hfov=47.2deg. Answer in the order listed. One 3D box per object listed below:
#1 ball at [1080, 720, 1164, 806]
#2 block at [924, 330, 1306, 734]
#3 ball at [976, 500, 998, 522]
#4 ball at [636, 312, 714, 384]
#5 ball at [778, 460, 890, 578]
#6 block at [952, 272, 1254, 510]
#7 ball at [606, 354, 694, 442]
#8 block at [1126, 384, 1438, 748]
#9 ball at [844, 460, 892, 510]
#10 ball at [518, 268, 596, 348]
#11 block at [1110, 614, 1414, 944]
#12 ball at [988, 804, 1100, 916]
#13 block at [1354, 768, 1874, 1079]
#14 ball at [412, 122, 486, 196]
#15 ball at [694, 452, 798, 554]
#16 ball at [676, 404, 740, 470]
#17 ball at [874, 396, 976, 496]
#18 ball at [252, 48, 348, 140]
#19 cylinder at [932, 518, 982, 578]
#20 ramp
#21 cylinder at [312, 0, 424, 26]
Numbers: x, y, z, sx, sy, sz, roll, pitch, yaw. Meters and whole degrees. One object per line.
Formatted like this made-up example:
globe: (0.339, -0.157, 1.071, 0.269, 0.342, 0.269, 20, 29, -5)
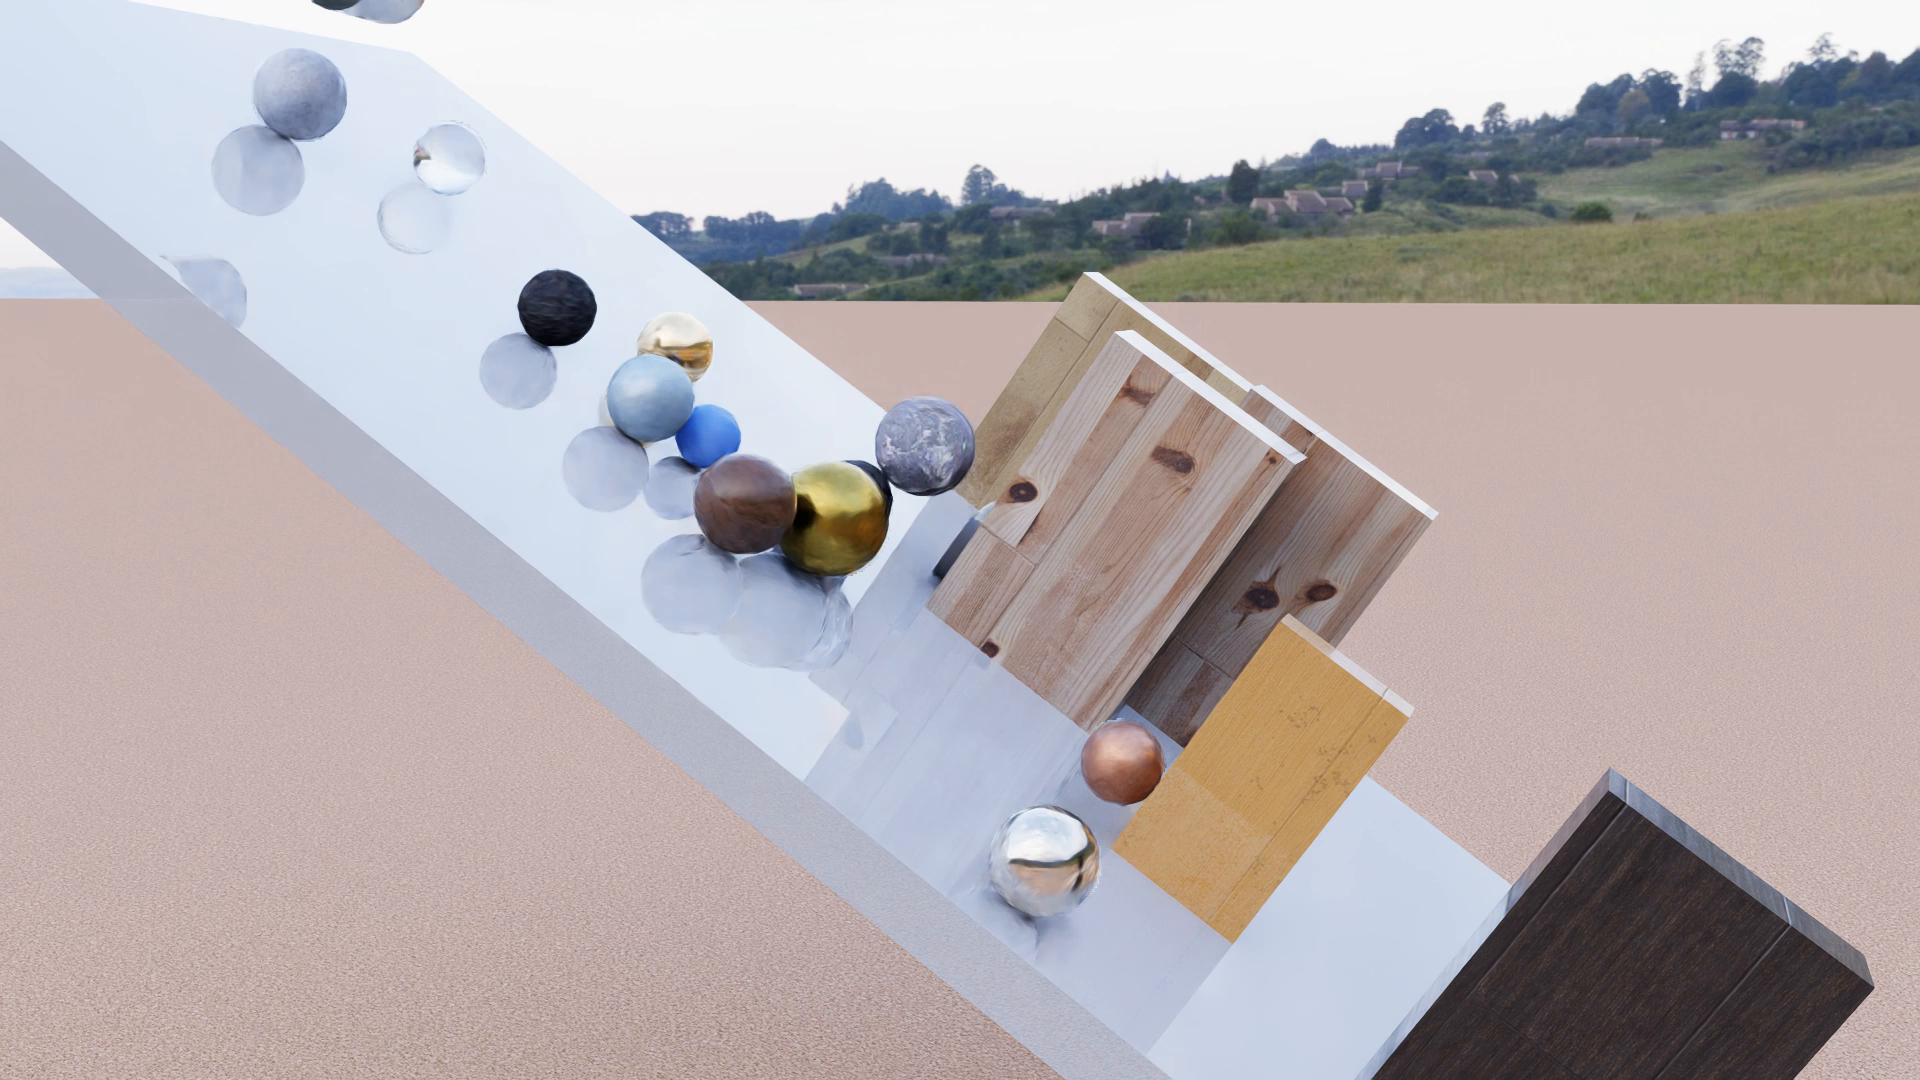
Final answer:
ball: (0.267, 0.367, 3.616, 0.138, 0.138, 0.138, 0, 7, 0)
block: (0.281, -0.013, 4.017, 0.396, 0.620, 0.149, 37, 16, 10)
ball: (0.089, -0.017, 4.411, 0.129, 0.129, 0.129, 0, 7, 0)
ball: (-0.551, -0.367, 4.248, 0.148, 0.148, 0.148, 0, 7, 0)
ball: (-0.225, -0.038, 3.828, 0.205, 0.205, 0.205, 0, 7, 0)
block: (0.304, -0.228, 4.823, 0.441, 0.560, 0.135, 37, 16, 10)
ball: (-0.548, -0.250, 3.890, 0.155, 0.155, 0.155, 0, 7, 0)
block: (0.554, 0.085, 4.250, 0.418, 0.641, 0.131, 37, 16, 10)
ball: (-0.200, -0.076, 4.098, 0.150, 0.150, 0.150, 0, 7, 0)
ball: (-0.740, -0.426, 4.041, 0.143, 0.143, 0.143, 0, 7, 0)
block: (0.483, 0.383, 3.530, 0.248, 0.471, 0.084, 37, 16, 10)
ball: (0.120, 0.458, 3.145, 0.159, 0.159, 0.159, 0, 7, 0)
block: (0.843, 0.699, 2.981, 0.406, 0.657, 0.143, 37, 16, 10)
ball: (-1.035, -0.772, 4.459, 0.147, 0.147, 0.147, 0, 7, 0)
ball: (-0.359, -0.062, 3.681, 0.173, 0.173, 0.173, 0, 7, 0)
ball: (-0.454, -0.186, 3.964, 0.117, 0.117, 0.117, 0, 7, 0)
ball: (-0.066, -0.177, 4.153, 0.191, 0.191, 0.191, 0, 7, 0)
ball: (-1.254, -0.847, 4.181, 0.173, 0.173, 0.173, 0, 7, 0)
cylinder: (0.038, 0.046, 4.260, 0.130, 0.130, 0.130, 36, 9, 1)
ramp: (-0.091, 0.162, 4.082, 4.000, 0.100, 2.000, 37, 16, 10)
cylinder: (-1.096, -1.048, 4.041, 0.175, 0.175, 0.175, 2, 5, 17)
